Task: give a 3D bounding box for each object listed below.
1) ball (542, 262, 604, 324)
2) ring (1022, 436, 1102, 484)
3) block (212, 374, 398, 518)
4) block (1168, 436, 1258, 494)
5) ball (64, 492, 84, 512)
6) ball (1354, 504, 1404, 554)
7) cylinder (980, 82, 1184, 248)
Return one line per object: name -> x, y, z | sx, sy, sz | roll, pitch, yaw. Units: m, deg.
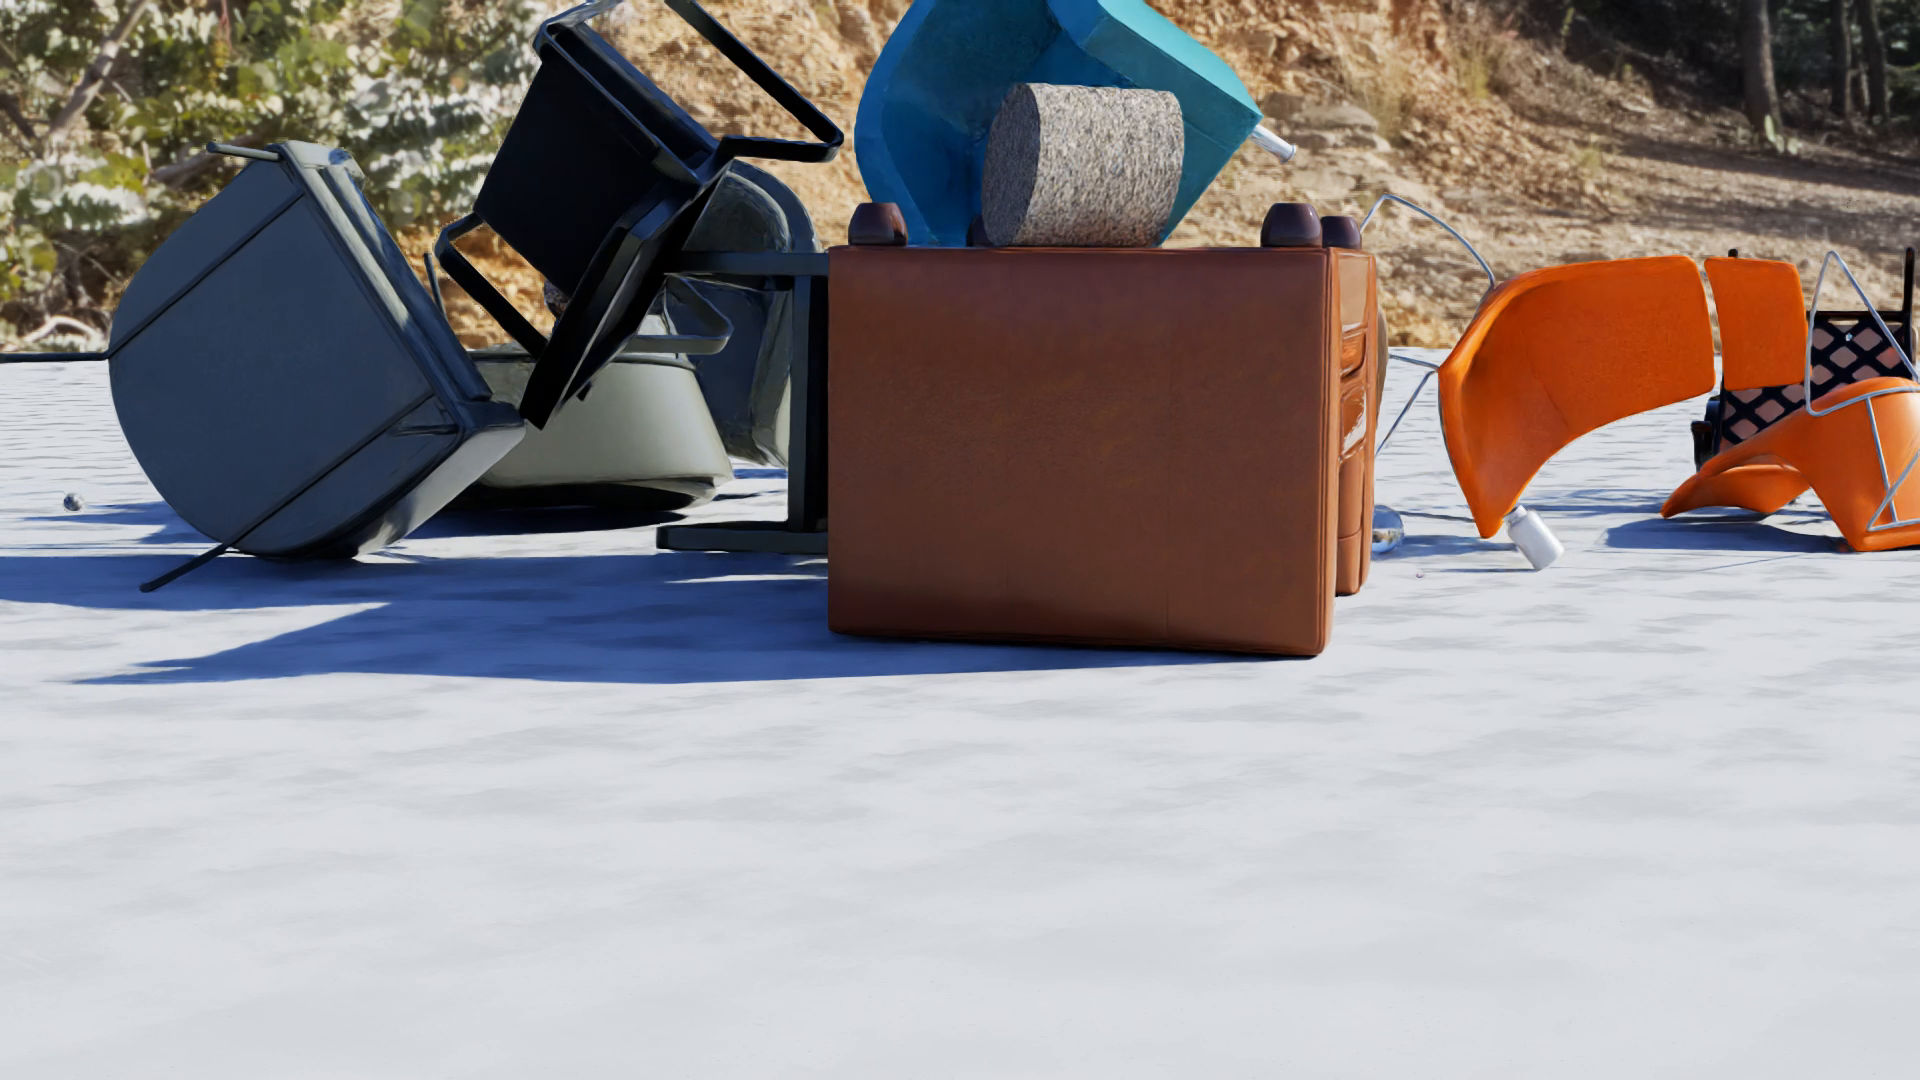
ball -> -0.997, -0.637, 6.612 | 0.157, 0.157, 0.157 | 0, 6, 0
ring -> 0.323, -0.258, 8.202 | 0.196, 0.082, 0.345 | 2, 19, -39
block -> -1.789, -0.259, 7.024 | 0.353, 0.231, 0.334 | 1, 44, 12
block -> 0.775, -0.228, 7.854 | 0.238, 0.159, 0.206 | 2, 6, 15
ball -> -2.348, -0.100, 6.795 | 0.051, 0.051, 0.051 | 0, 6, 0
ball -> 0.997, -0.026, 6.103 | 0.115, 0.115, 0.115 | 0, 6, 0
cylinder -> 0.220, -0.663, 4.567 | 0.339, 0.291, 0.147 | -5, 23, -38
